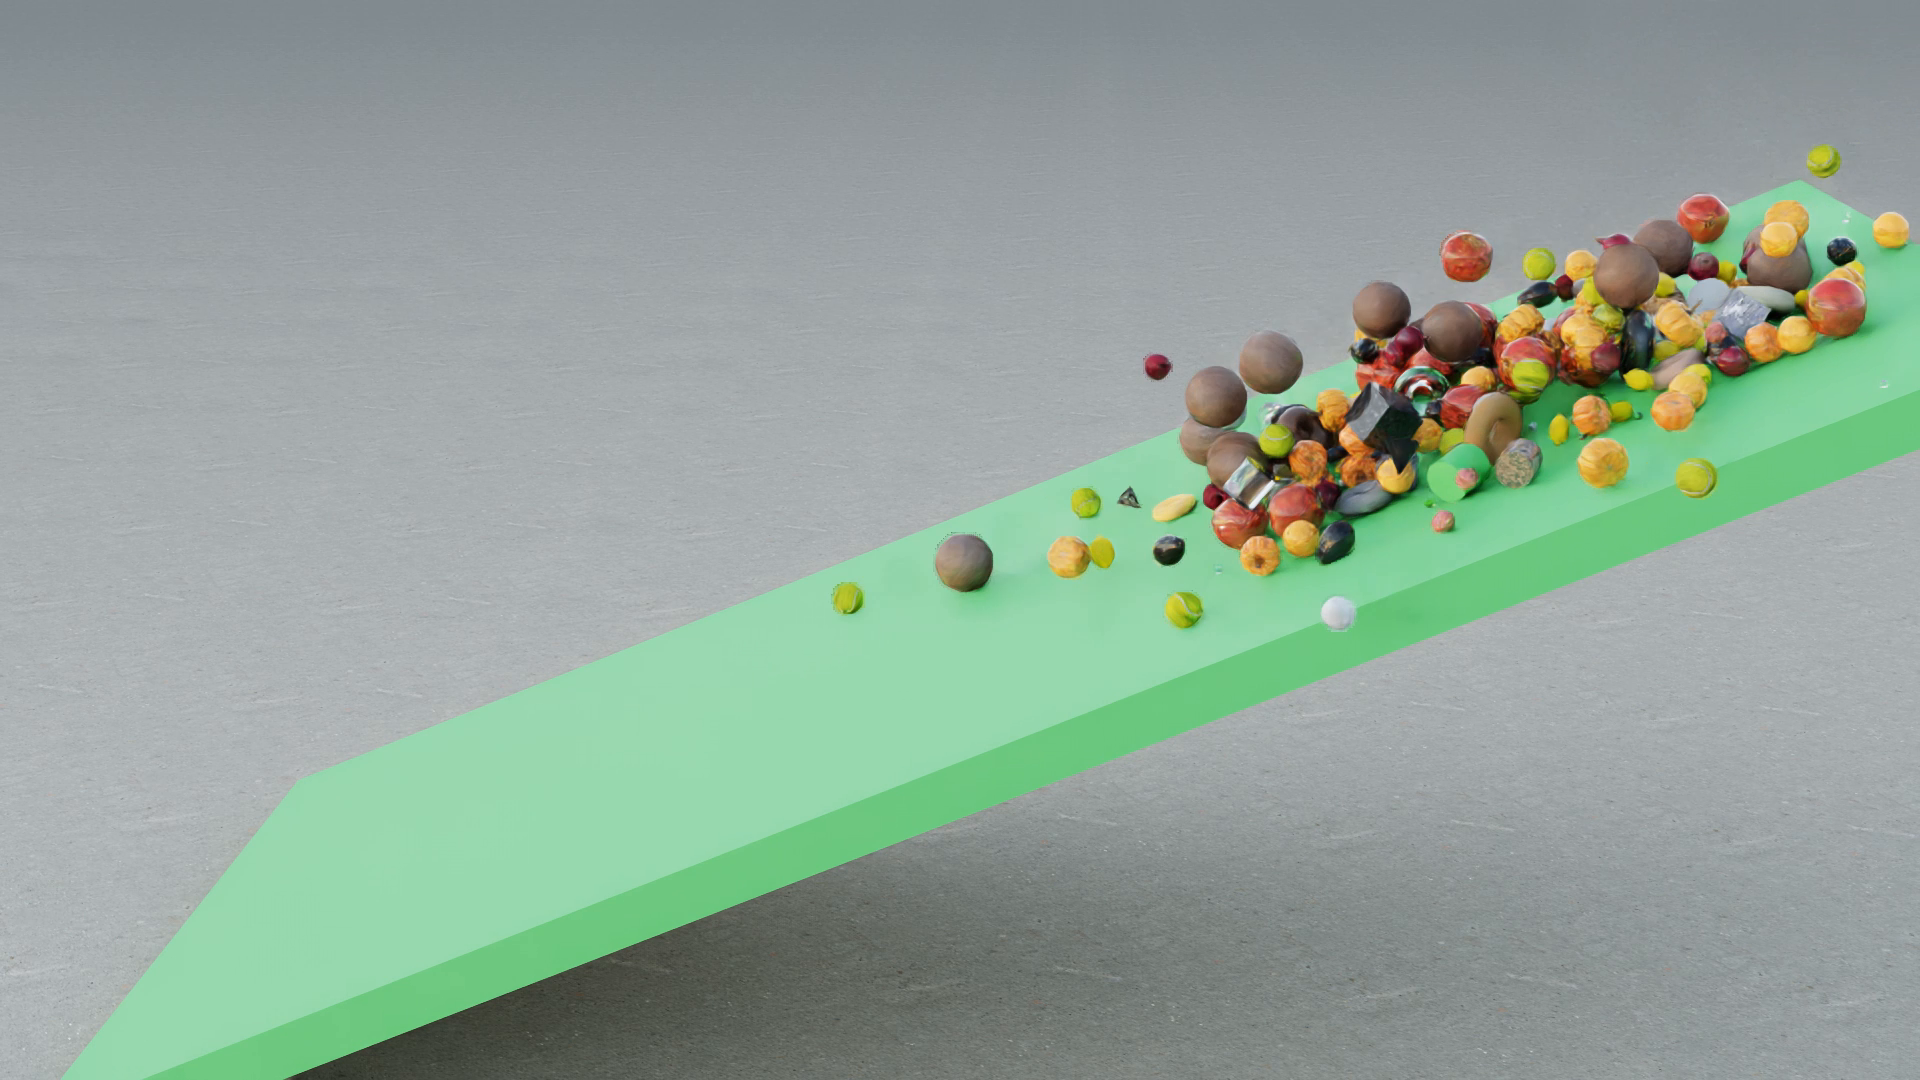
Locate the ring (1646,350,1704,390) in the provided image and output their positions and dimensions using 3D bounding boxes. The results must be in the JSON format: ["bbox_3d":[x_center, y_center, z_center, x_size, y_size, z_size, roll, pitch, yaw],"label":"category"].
[{"bbox_3d":[1.398,-0.332,5.744,0.122,0.041,0.122,-30,8,5],"label":"ring"}]

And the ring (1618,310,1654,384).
[{"bbox_3d":[1.332,-0.381,5.796,0.049,0.147,0.147,8,15,3],"label":"ring"}]

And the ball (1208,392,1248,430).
[{"bbox_3d":[0.589,-0.283,6.463,0.085,0.085,0.085,0,14,0],"label":"ball"}]

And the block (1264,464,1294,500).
[{"bbox_3d":[0.661,-0.119,6.147,0.057,0.057,0.057,-39,17,-20],"label":"block"}]

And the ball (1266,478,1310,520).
[{"bbox_3d":[0.652,-0.082,5.860,0.086,0.086,0.086,0,14,0],"label":"ball"}]

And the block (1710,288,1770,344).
[{"bbox_3d":[1.534,-0.441,5.779,0.078,0.078,0.078,31,10,3],"label":"block"}]

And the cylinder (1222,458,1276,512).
[{"bbox_3d":[0.567,-0.109,5.756,0.076,0.076,0.076,37,14,-11],"label":"cylinder"}]

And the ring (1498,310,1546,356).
[{"bbox_3d":[1.224,-0.446,6.371,0.116,0.116,0.039,-2,-19,-8],"label":"ring"}]

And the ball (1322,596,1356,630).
[{"bbox_3d":[0.662,0.128,5.150,0.060,0.060,0.060,0,14,0],"label":"ball"}]

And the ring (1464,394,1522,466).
[{"bbox_3d":[1.033,-0.212,5.694,0.146,0.146,0.049,-12,26,-39],"label":"ring"}]

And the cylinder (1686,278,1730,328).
[{"bbox_3d":[1.523,-0.481,5.980,0.090,0.090,0.090,3,-3,11],"label":"cylinder"}]

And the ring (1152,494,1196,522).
[{"bbox_3d":[0.464,-0.070,6.377,0.101,0.034,0.101,-23,11,5],"label":"ring"}]

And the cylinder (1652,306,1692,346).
[{"bbox_3d":[1.462,-0.440,6.039,0.065,0.065,0.065,-17,5,29],"label":"cylinder"}]

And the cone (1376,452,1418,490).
[{"bbox_3d":[0.883,-0.124,5.820,0.092,0.092,0.092,-4,36,-17],"label":"cone"}]

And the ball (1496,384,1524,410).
[{"bbox_3d":[1.119,-0.283,6.001,0.067,0.067,0.067,0,14,0],"label":"ball"}]

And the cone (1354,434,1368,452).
[{"bbox_3d":[0.854,-0.223,6.019,0.091,0.091,0.091,-1,14,10],"label":"cone"}]

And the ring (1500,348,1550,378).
[{"bbox_3d":[1.206,-0.378,6.281,0.112,0.037,0.112,-24,2,1],"label":"ring"}]

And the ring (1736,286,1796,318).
[{"bbox_3d":[1.597,-0.475,5.866,0.136,0.045,0.136,8,-5,1],"label":"ring"}]

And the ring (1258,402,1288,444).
[{"bbox_3d":[0.706,-0.259,6.550,0.035,0.104,0.104,-32,30,-31],"label":"ring"}]

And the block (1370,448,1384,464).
[{"bbox_3d":[0.881,-0.179,6.022,0.053,0.053,0.053,-19,13,32],"label":"block"}]

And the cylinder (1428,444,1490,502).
[{"bbox_3d":[0.952,-0.128,5.608,0.086,0.086,0.086,13,35,42],"label":"cylinder"}]

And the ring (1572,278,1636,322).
[{"bbox_3d":[1.378,-0.512,6.300,0.148,0.049,0.148,28,8,-5],"label":"ring"}]

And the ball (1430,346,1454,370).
[{"bbox_3d":[1.056,-0.399,6.441,0.051,0.051,0.051,0,14,0],"label":"ball"}]

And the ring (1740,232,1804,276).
[{"bbox_3d":[1.731,-0.608,6.274,0.143,0.048,0.143,-29,10,6],"label":"ring"}]

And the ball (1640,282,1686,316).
[{"bbox_3d":[1.474,-0.493,6.168,0.094,0.094,0.094,0,14,0],"label":"ball"}]

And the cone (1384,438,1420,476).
[{"bbox_3d":[0.844,-0.154,5.632,0.067,0.067,0.067,7,-13,2],"label":"cone"}]

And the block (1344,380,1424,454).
[{"bbox_3d":[0.831,-0.237,5.769,0.093,0.093,0.093,20,26,-32],"label":"block"}]

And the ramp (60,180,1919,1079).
[{"bbox_3d":[0.128,0.172,6.287,4.000,0.100,2.000,-22,12,8],"label":"ramp"}]

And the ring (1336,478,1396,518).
[{"bbox_3d":[0.801,-0.083,5.799,0.126,0.042,0.126,-23,11,5],"label":"ring"}]

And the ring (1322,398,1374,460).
[{"bbox_3d":[0.820,-0.230,6.133,0.150,0.150,0.050,8,41,29],"label":"ring"}]

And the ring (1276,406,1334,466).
[{"bbox_3d":[0.715,-0.214,6.087,0.137,0.137,0.046,-12,-19,-39],"label":"ring"}]

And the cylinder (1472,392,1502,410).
[{"bbox_3d":[1.052,-0.243,5.781,0.068,0.068,0.068,-21,35,16],"label":"cylinder"}]

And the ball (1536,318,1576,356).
[{"bbox_3d":[1.280,-0.436,6.312,0.082,0.082,0.082,0,14,0],"label":"ball"}]

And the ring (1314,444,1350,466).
[{"bbox_3d":[0.754,-0.172,5.964,0.077,0.026,0.077,-22,-3,-1],"label":"ring"}]
